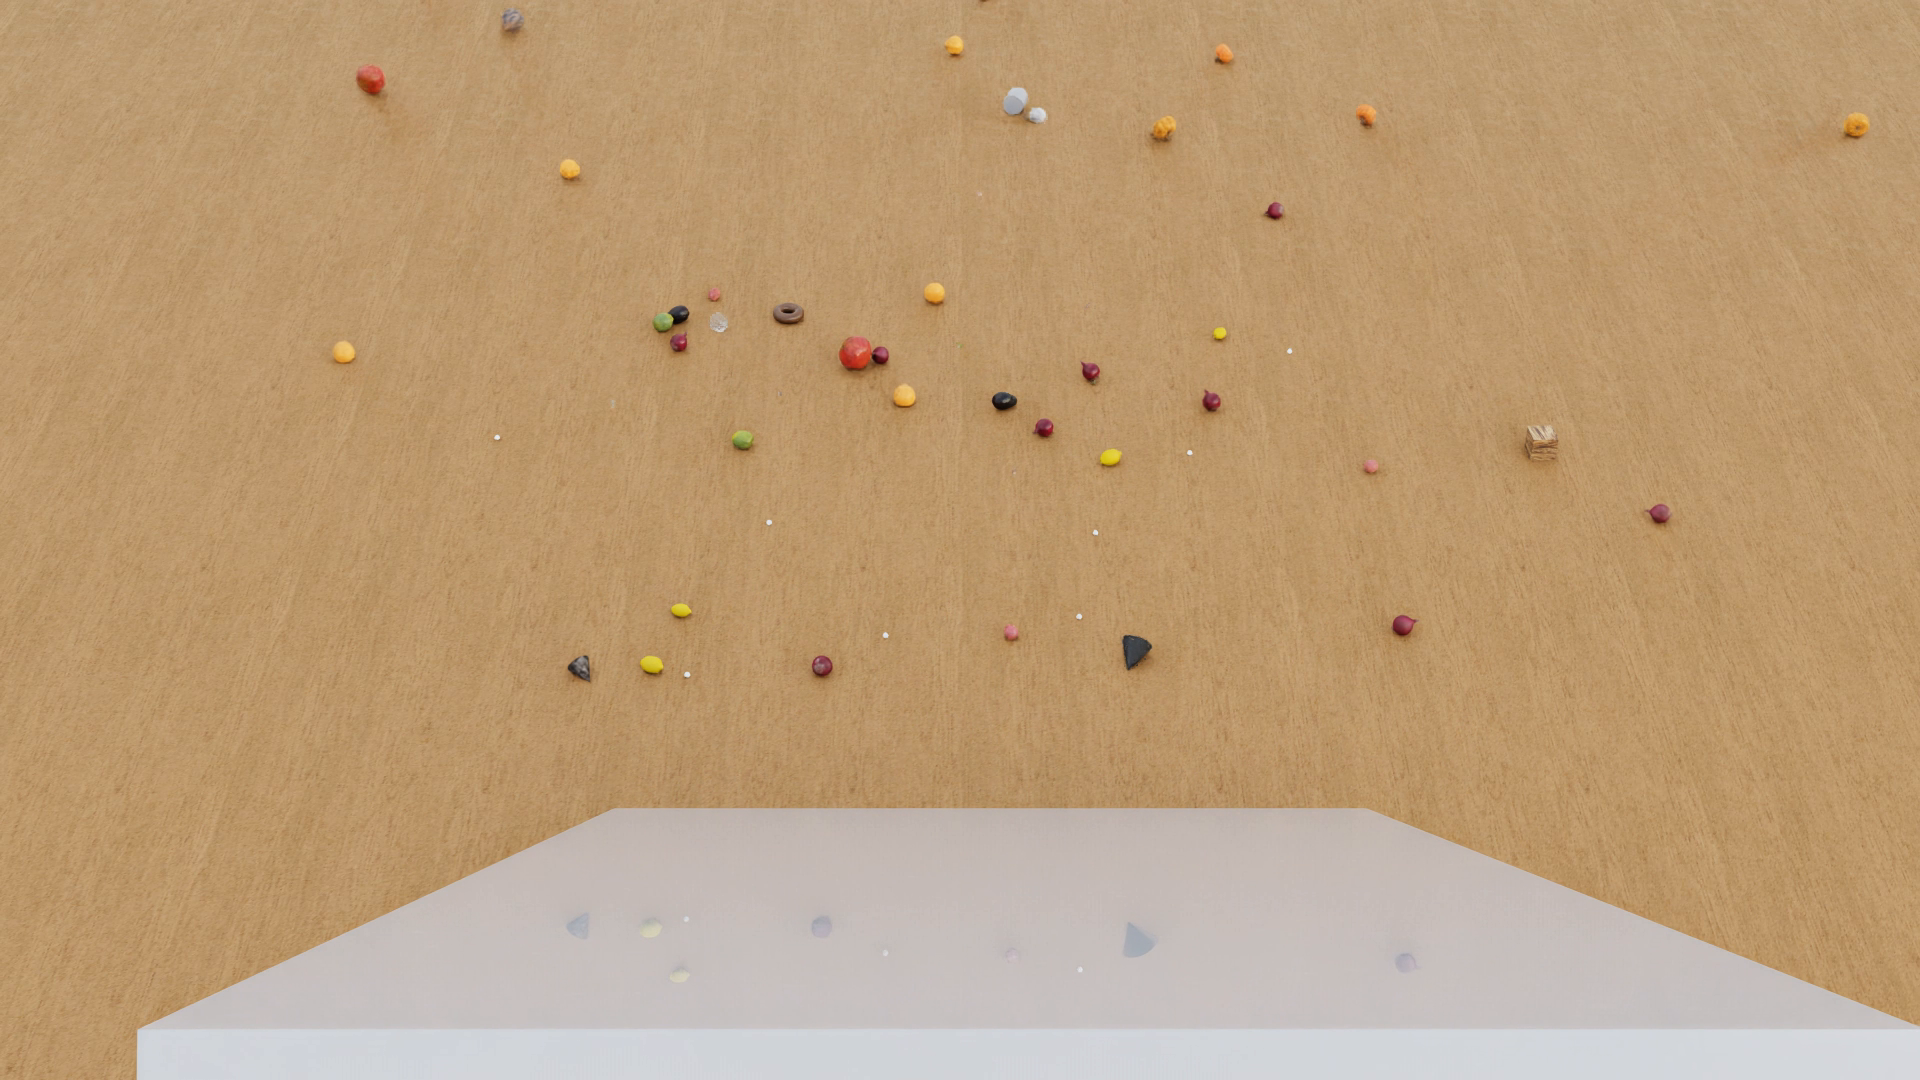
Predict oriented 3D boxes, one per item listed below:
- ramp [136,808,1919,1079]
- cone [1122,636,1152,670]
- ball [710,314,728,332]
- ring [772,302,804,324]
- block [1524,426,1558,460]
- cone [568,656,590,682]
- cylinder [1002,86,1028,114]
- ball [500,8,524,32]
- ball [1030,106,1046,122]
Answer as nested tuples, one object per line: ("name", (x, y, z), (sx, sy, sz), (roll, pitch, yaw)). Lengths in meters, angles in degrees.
("ramp", (0.080, 0.680, 4.903), (2.000, 0.100, 4.000), (0, -2, 0))
("cone", (0.497, 0.338, 7.506), (0.093, 0.093, 0.093), (13, 65, 17))
("ball", (-0.829, -0.747, 8.955), (0.060, 0.060, 0.060), (0, 37, 0))
("ring", (-0.596, -0.788, 9.031), (0.109, 0.036, 0.109), (1, 37, -1))
("block", (1.867, -0.312, 8.351), (0.080, 0.080, 0.080), (-2, 37, -3))
("cone", (-1.078, 0.380, 7.458), (0.070, 0.070, 0.070), (-24, 69, -29))
("cylinder", (0.218, -1.735, 10.271), (0.082, 0.082, 0.082), (9, 37, 12))
("ball", (-1.869, -2.170, 10.849), (0.094, 0.094, 0.094), (0, 37, 0))
("ball", (0.304, -1.667, 10.197), (0.062, 0.062, 0.062), (0, 37, 0))
